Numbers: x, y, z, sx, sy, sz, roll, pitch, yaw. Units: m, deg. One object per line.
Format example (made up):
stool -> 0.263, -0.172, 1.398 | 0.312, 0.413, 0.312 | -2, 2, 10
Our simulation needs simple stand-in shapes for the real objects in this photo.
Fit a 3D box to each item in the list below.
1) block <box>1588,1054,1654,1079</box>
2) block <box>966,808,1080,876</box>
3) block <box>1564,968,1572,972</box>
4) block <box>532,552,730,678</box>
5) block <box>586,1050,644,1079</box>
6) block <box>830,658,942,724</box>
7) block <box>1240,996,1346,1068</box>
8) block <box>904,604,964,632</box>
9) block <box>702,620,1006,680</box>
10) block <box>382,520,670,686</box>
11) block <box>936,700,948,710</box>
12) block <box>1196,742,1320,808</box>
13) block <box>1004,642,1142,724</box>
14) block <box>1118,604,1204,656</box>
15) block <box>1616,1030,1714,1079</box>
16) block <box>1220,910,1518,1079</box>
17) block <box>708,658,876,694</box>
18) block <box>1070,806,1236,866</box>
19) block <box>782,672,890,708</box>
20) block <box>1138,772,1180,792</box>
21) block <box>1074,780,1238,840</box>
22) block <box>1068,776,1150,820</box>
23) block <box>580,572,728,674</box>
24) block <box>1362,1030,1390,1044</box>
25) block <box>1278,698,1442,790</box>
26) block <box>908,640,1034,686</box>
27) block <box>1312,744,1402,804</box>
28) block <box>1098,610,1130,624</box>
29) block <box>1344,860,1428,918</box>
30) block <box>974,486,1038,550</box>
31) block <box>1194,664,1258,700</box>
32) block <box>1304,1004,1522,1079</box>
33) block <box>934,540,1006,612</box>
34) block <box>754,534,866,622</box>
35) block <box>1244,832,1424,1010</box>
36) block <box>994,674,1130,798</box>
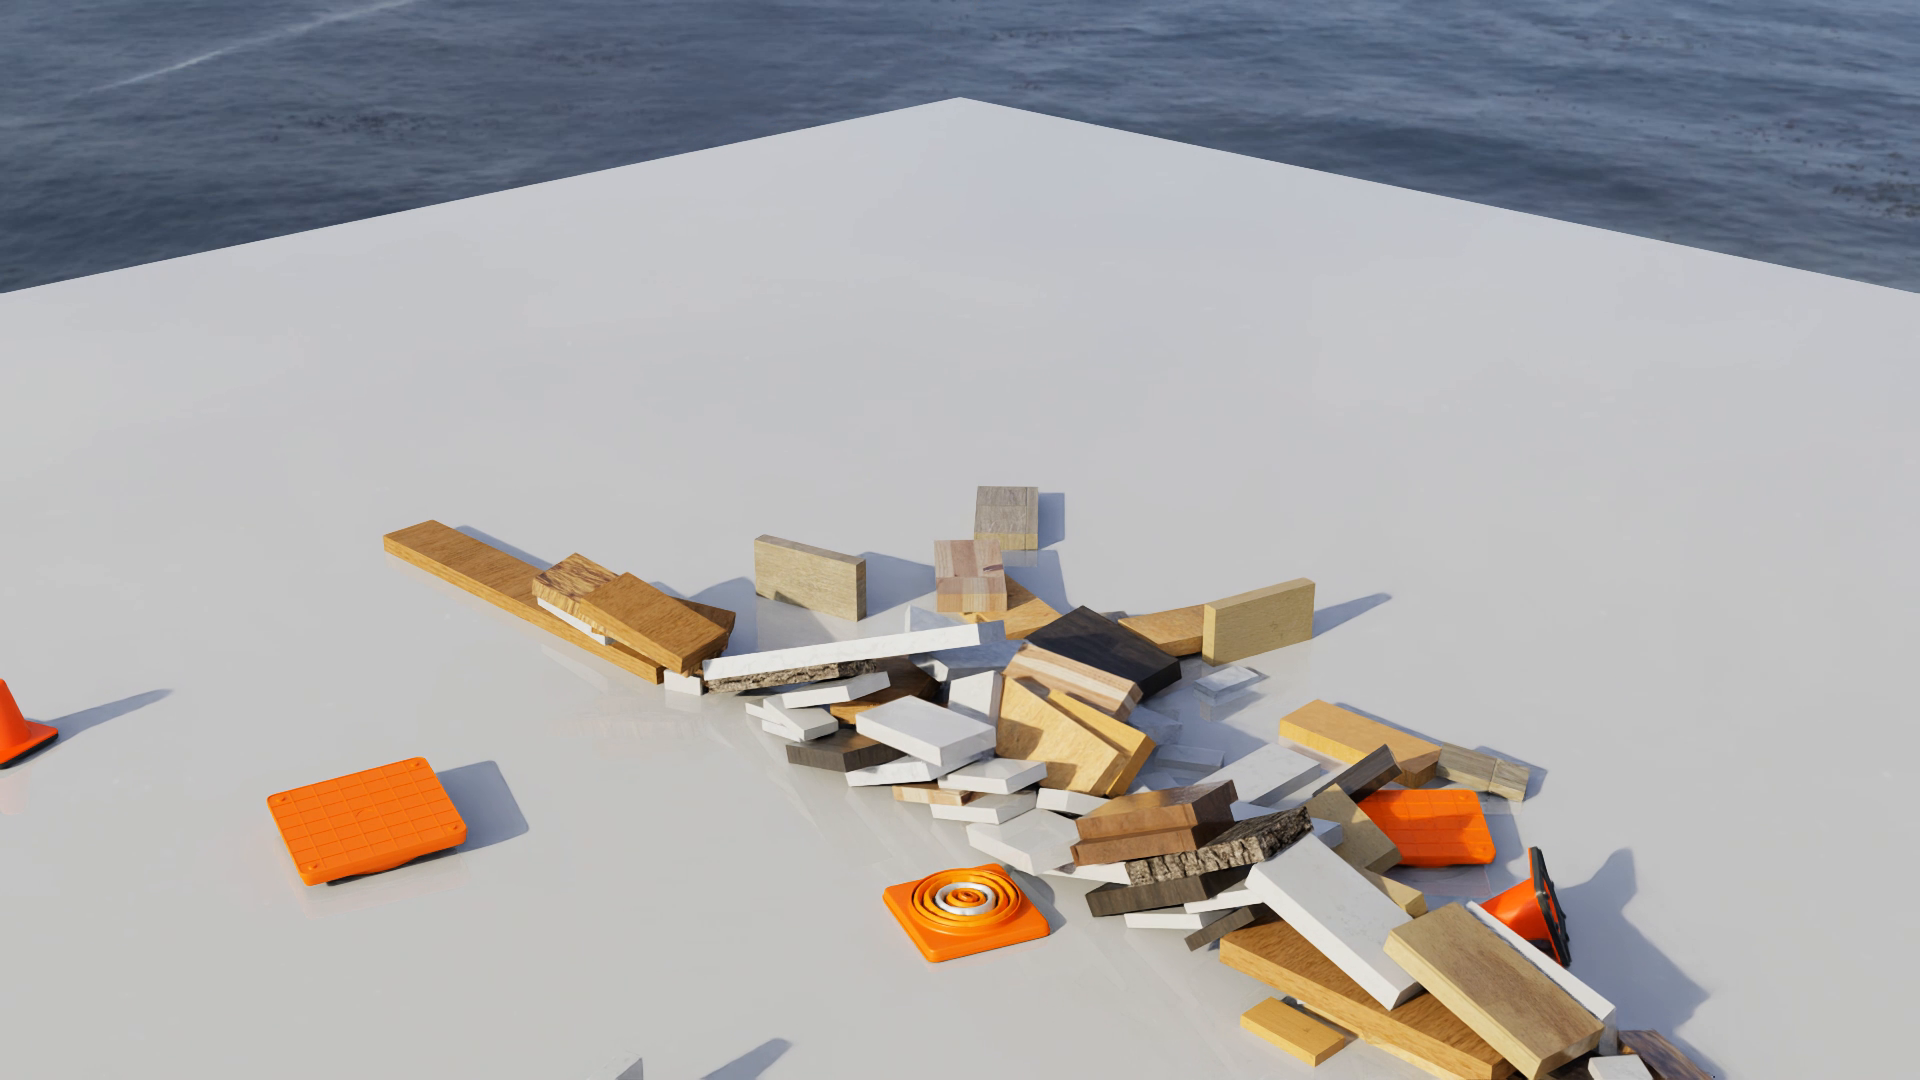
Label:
block -> 1.069, 0.879, 3.499 | 0.081, 0.023, 0.161 | -3, 23, -6
block -> 0.138, 0.571, 4.208 | 0.144, 0.041, 0.288 | -17, 11, -22
block -> 0.903, 0.776, 3.886 | 0.331, 0.036, 0.127 | 8, 24, 18
block -> -0.753, 0.168, 5.017 | 0.449, 0.042, 0.150 | 26, 36, 21
block -> -0.590, 0.922, 3.414 | 0.038, 0.135, 0.270 | 13, 26, 29
block -> -0.156, 0.331, 4.819 | 0.177, 0.050, 0.354 | 1, 12, 10
block -> 0.567, 0.839, 3.755 | 0.081, 0.023, 0.161 | -20, 30, -39
block -> -0.026, 0.224, 5.060 | 0.208, 0.029, 0.104 | 20, 34, -15
block -> -0.236, 0.243, 4.835 | 0.664, 0.045, 0.159 | -9, -2, 22
block -> -1.037, 0.137, 5.383 | 1.115, 0.043, 0.151 | 21, 30, 40
block -> 0.022, 0.403, 4.748 | 0.354, 0.050, 0.177 | -14, 27, -30
block -> 0.615, 0.497, 4.543 | 0.255, 0.036, 0.127 | -21, 31, -40
block -> 0.218, 0.334, 4.658 | 0.318, 0.045, 0.159 | 18, 66, 42
block -> 0.528, 0.213, 5.160 | 0.292, 0.041, 0.146 | -9, 26, -34
block -> 1.196, 0.900, 3.561 | 0.091, 0.026, 0.366 | 3, 17, -21
block -> 0.708, 0.766, 3.730 | 0.548, 0.047, 0.165 | 19, 28, 41
block -> -0.368, 0.297, 4.782 | 0.418, 0.032, 0.113 | -10, -5, 43
block -> 0.349, 0.538, 3.995 | 0.273, 0.039, 0.136 | -15, 3, 39
block -> -0.262, 0.316, 4.624 | 0.113, 0.032, 0.225 | -17, 4, -41
block -> 0.376, 0.511, 4.531 | 0.137, 0.019, 0.068 | -7, 24, -17
block -> 0.358, 0.493, 4.020 | 0.273, 0.039, 0.136 | -15, 3, 42
block -> 0.258, 0.489, 4.520 | 0.153, 0.043, 0.307 | -18, 28, -16
block -> -0.689, 0.184, 4.936 | 0.302, 0.043, 0.151 | 29, 37, 24
block -> 0.789, 0.807, 3.738 | 0.222, 0.031, 0.111 | -2, 23, -4
block -> 0.862, 0.433, 4.691 | 0.347, 0.038, 0.135 | 21, 31, 40
block -> 0.060, 0.274, 4.945 | 0.328, 0.041, 0.146 | 0, 20, -37
block -> 0.799, 0.491, 4.432 | 0.183, 0.026, 0.091 | -36, 18, 11
block -> 0.369, 0.227, 5.188 | 0.104, 0.029, 0.208 | -5, 24, -12
block -> 0.717, 0.657, 3.936 | 0.043, 0.153, 0.324 | -31, 24, -24
block -> 0.124, -0.060, 5.842 | 0.165, 0.047, 0.330 | 1, 23, 2
block -> 0.603, 0.321, 4.979 | 0.137, 0.019, 0.068 | -17, 28, -34
block -> 0.998, 0.924, 3.542 | 1.001, 0.031, 0.111 | 21, 30, 40
block -> 0.022, 0.085, 5.380 | 0.165, 0.047, 0.330 | -1, 23, -2
block -> -0.365, 0.091, 5.353 | 0.300, 0.150, 0.042 | 13, 26, 28
block -> 0.665, 0.647, 3.755 | 0.165, 0.047, 0.330 | -20, 48, -41
block -> 0.168, 0.416, 4.497 | 0.144, 0.041, 0.405 | -52, 40, -5
